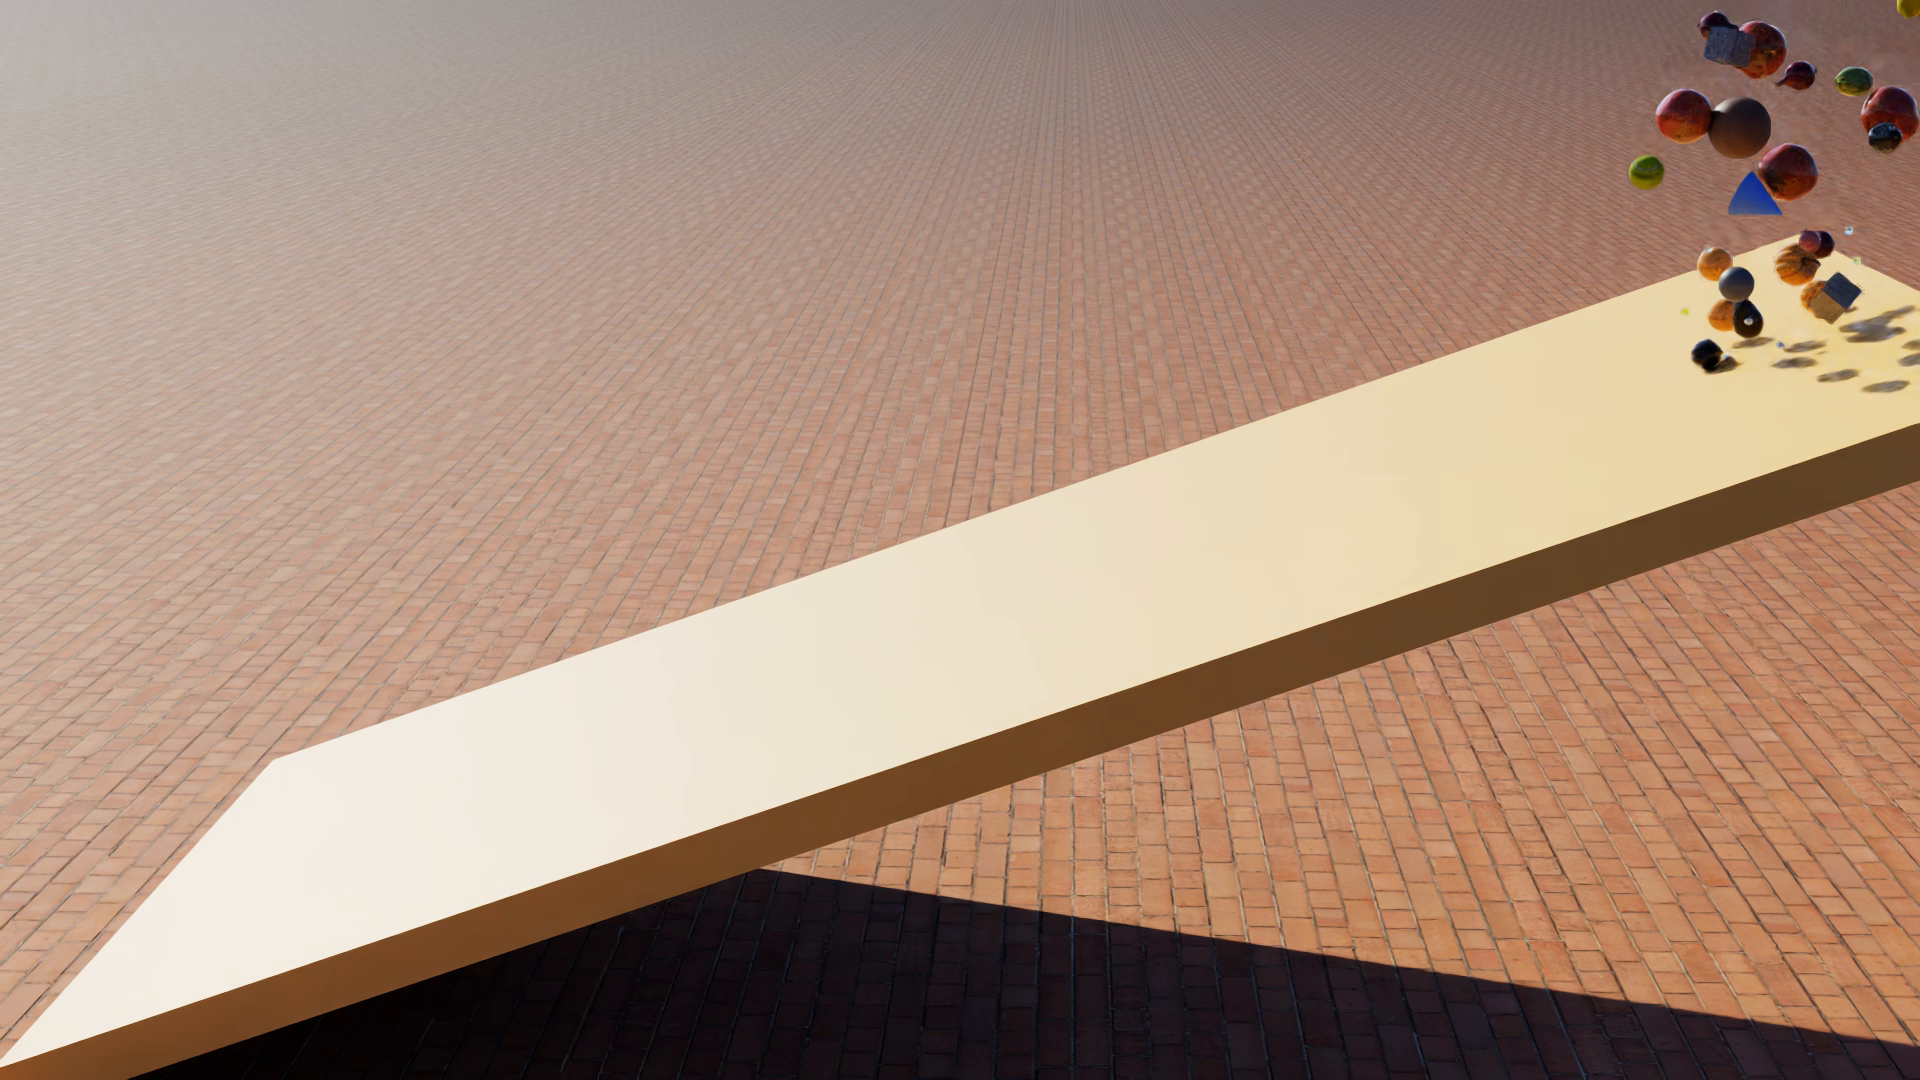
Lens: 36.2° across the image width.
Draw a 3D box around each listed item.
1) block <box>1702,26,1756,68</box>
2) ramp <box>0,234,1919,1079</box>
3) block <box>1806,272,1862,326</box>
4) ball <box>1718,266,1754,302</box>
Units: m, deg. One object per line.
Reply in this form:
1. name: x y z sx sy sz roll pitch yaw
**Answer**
1. block: 1.524 -0.977 5.824 0.063 0.063 0.063 9 8 -41
2. ramp: 0.113 0.178 6.300 4.000 0.100 2.000 -19 11 6
3. block: 1.759 -0.486 5.914 0.065 0.065 0.065 -44 -10 -25
4. ball: 1.539 -0.507 5.828 0.070 0.070 0.070 0 13 0
